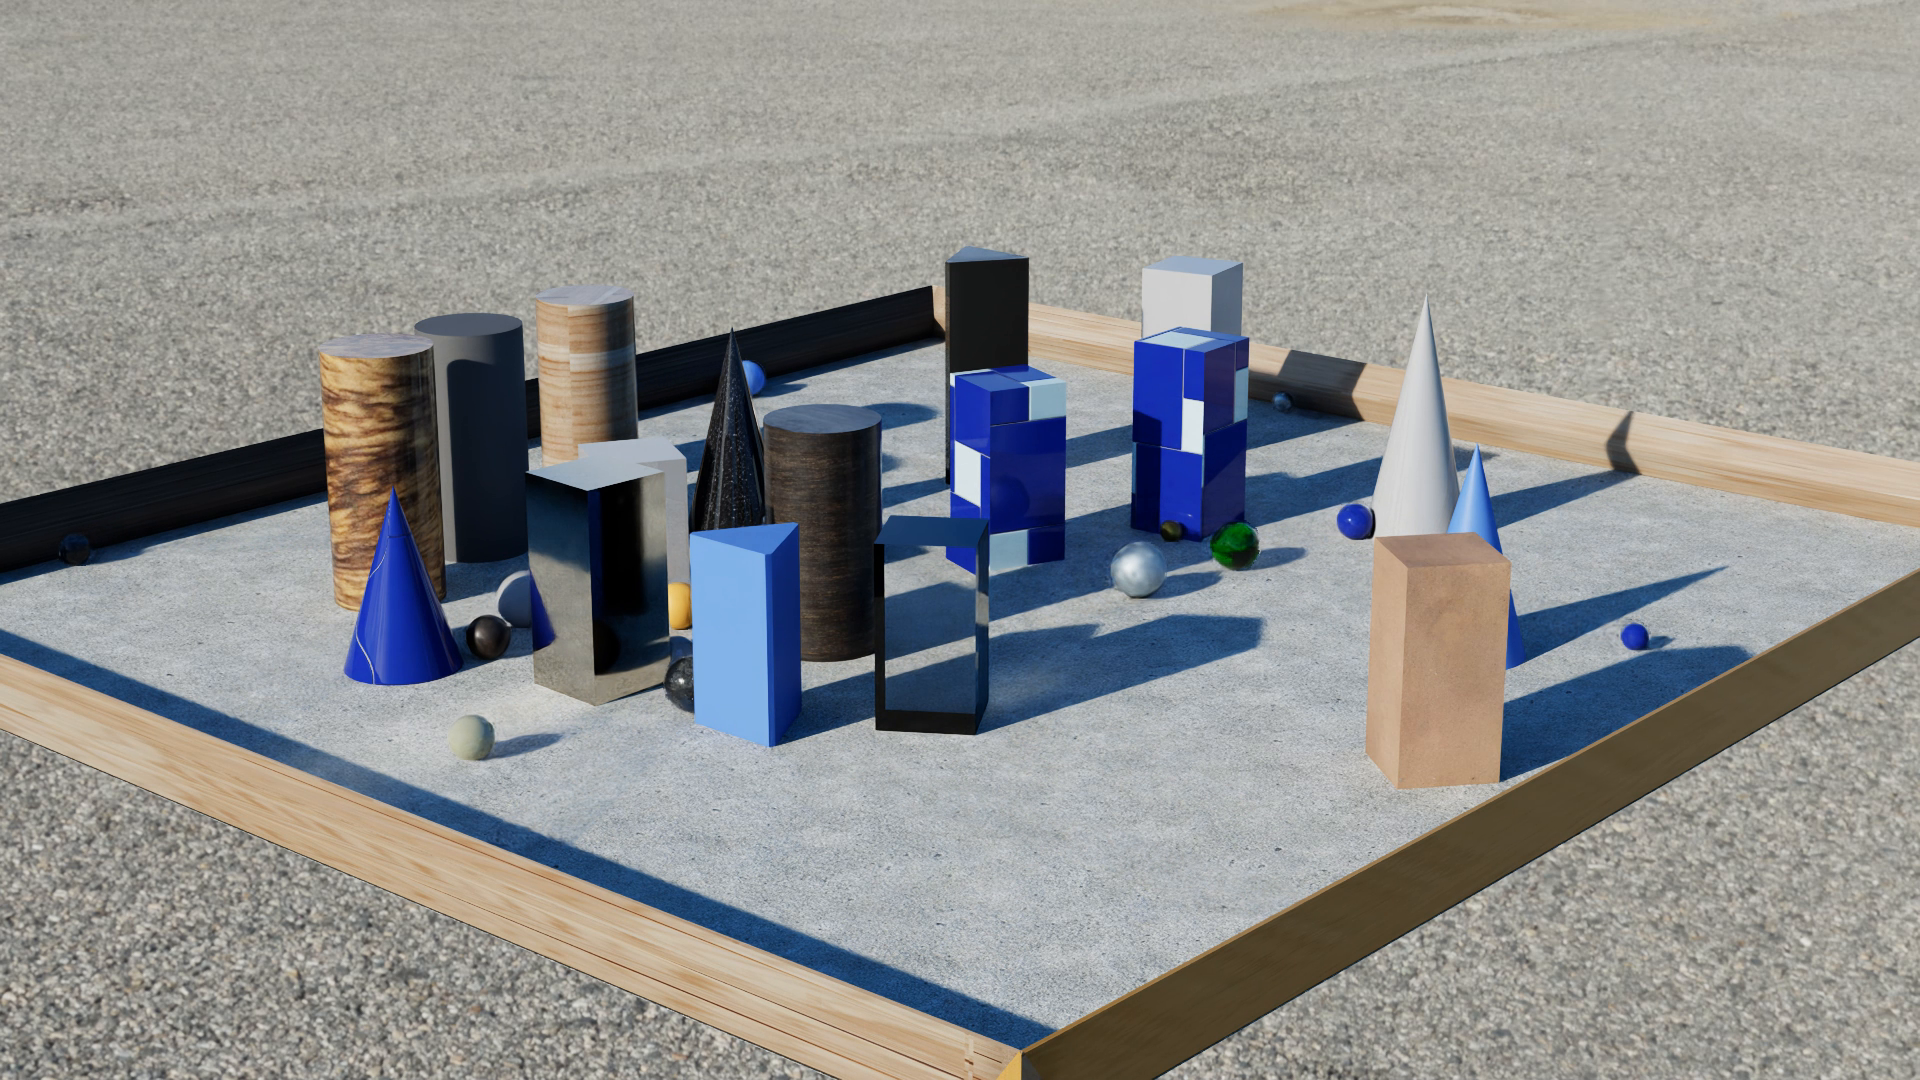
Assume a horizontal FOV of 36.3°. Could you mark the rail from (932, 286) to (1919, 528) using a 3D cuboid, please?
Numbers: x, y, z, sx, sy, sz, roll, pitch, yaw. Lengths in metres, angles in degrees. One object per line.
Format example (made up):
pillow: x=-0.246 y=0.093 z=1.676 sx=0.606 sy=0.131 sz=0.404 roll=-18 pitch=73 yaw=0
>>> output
rail: x=0.955 y=-0.286 z=6.173 sx=2.746 sy=0.125 sz=0.045 roll=14 pitch=22 yaw=39

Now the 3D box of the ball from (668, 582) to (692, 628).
ball: x=-0.474 y=0.110 z=4.944 sx=0.079 sy=0.079 sz=0.079 roll=0 pitch=17 yaw=0

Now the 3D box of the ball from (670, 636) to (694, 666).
ball: x=-0.455 y=0.186 z=4.716 sx=0.065 sy=0.065 sz=0.065 roll=0 pitch=17 yaw=0

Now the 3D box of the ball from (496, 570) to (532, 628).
ball: x=-0.733 y=0.100 z=4.946 sx=0.096 sy=0.096 sz=0.096 roll=0 pitch=17 yaw=0

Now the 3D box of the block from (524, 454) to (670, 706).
block: x=-0.571 y=0.061 z=4.636 sx=0.154 sy=0.350 sz=0.154 roll=16 pitch=23 yaw=42

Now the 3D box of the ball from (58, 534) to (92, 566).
ball: x=-1.596 y=0.017 z=5.288 sx=0.058 sy=0.058 sz=0.058 roll=0 pitch=17 yaw=0

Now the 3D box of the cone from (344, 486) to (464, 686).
cone: x=-0.905 y=0.058 z=4.724 sx=0.193 sy=0.305 sz=0.193 roll=0 pitch=17 yaw=0

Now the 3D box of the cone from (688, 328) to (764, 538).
cone: x=-0.418 y=-0.205 z=5.436 sx=0.193 sy=0.397 sz=0.193 roll=0 pitch=17 yaw=0

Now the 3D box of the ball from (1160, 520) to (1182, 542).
ball: x=0.391 y=-0.018 z=5.432 sx=0.041 sy=0.041 sz=0.041 roll=0 pitch=17 yaw=0

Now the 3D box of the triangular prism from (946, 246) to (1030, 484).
triangular prism: x=0.035 y=-0.351 z=5.836 sx=0.167 sy=0.446 sz=0.145 roll=-5 pitch=17 yaw=-15

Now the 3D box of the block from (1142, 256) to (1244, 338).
block: x=0.475 y=-0.377 z=6.029 sx=0.154 sy=0.383 sz=0.154 roll=9 pitch=19 yaw=28

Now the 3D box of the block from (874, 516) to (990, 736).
block: x=-0.042 y=0.129 z=4.499 sx=0.154 sy=0.298 sz=0.154 roll=2 pitch=17 yaw=8

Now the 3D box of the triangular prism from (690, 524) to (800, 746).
triangular prism: x=-0.298 y=0.135 z=4.472 sx=0.167 sy=0.304 sz=0.145 roll=14 pitch=22 yaw=39

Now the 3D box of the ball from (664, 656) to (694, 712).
ball: x=-0.414 y=0.224 z=4.551 sx=0.089 sy=0.089 sz=0.089 roll=0 pitch=17 yaw=0

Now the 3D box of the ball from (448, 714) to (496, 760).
ball: x=-0.725 y=0.293 z=4.357 sx=0.068 sy=0.068 sz=0.068 roll=0 pitch=17 yaw=0

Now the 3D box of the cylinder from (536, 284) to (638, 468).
cylinder: x=-0.736 y=-0.302 z=5.801 sx=0.193 sy=0.372 sz=0.193 roll=0 pitch=17 yaw=0

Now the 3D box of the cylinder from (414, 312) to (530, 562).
cylinder: x=-0.885 y=-0.187 z=5.338 sx=0.193 sy=0.420 sz=0.193 roll=0 pitch=17 yaw=0

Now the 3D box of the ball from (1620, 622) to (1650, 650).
ball: x=1.113 y=0.160 z=4.837 sx=0.046 sy=0.046 sz=0.046 roll=0 pitch=17 yaw=0

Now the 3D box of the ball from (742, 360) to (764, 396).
ball: x=-0.472 y=-0.357 z=6.489 sx=0.080 sy=0.080 sz=0.080 roll=0 pitch=17 yaw=0

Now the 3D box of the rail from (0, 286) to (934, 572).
rail: x=-1.019 y=-0.224 z=5.967 sx=0.045 sy=0.125 sz=2.961 roll=14 pitch=22 yaw=39

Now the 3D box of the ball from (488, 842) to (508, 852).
ball: x=-0.628 y=0.430 z=3.940 sx=0.047 sy=0.047 sz=0.047 roll=0 pitch=17 yaw=0

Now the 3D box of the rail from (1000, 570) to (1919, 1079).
rail: x=1.019 y=0.287 z=4.273 sx=0.045 sy=0.125 sz=2.961 roll=14 pitch=22 yaw=39

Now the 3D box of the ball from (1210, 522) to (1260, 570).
ball: x=0.494 y=0.010 z=5.261 sx=0.087 sy=0.087 sz=0.087 roll=0 pitch=17 yaw=0

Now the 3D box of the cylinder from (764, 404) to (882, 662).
cylinder: x=-0.224 y=-0.013 z=4.819 sx=0.193 sy=0.386 sz=0.193 roll=0 pitch=17 yaw=0

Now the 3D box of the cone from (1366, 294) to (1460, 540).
cone: x=0.852 y=-0.232 z=5.419 sx=0.193 sy=0.460 sz=0.193 roll=0 pitch=17 yaw=0

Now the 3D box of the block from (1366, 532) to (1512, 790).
block: x=0.696 y=0.175 z=4.283 sx=0.154 sy=0.336 sz=0.154 roll=-3 pitch=17 yaw=-10

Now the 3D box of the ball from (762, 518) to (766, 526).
ball: x=-0.324 y=-0.025 z=5.387 sx=0.081 sy=0.081 sz=0.081 roll=0 pitch=17 yaw=0

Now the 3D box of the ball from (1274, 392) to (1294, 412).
ball: x=0.702 y=-0.299 z=6.359 sx=0.044 sy=0.044 sz=0.044 roll=0 pitch=17 yaw=0

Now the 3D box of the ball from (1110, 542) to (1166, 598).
ball: x=0.310 y=0.053 z=5.105 sx=0.095 sy=0.095 sz=0.095 roll=0 pitch=17 yaw=0

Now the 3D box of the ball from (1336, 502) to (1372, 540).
ball: x=0.732 y=-0.035 z=5.444 sx=0.067 sy=0.067 sz=0.067 roll=0 pitch=17 yaw=0

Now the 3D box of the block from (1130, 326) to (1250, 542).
block: x=0.429 y=-0.199 z=5.480 sx=0.154 sy=0.361 sz=0.154 roll=12 pitch=21 yaw=35

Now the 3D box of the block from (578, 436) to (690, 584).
block: x=-0.564 y=-0.027 z=5.077 sx=0.154 sy=0.263 sz=0.154 roll=-6 pitch=18 yaw=-19

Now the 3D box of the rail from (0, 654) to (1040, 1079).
rail: x=-0.955 y=0.349 z=4.067 sx=2.746 sy=0.125 sz=0.045 roll=14 pitch=22 yaw=39

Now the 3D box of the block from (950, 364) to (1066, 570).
block: x=0.086 y=-0.133 z=5.311 sx=0.154 sy=0.331 sz=0.154 roll=-9 pitch=19 yaw=-26

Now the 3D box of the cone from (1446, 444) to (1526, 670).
cone: x=0.833 y=0.014 z=4.774 sx=0.193 sy=0.360 sz=0.193 roll=0 pitch=17 yaw=0

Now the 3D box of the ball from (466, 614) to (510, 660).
ball: x=-0.771 y=0.158 z=4.794 sx=0.072 sy=0.072 sz=0.072 roll=0 pitch=17 yaw=0

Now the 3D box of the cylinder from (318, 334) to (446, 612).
cylinder: x=-0.994 y=-0.116 z=5.053 sx=0.193 sy=0.448 sz=0.193 roll=0 pitch=17 yaw=0
